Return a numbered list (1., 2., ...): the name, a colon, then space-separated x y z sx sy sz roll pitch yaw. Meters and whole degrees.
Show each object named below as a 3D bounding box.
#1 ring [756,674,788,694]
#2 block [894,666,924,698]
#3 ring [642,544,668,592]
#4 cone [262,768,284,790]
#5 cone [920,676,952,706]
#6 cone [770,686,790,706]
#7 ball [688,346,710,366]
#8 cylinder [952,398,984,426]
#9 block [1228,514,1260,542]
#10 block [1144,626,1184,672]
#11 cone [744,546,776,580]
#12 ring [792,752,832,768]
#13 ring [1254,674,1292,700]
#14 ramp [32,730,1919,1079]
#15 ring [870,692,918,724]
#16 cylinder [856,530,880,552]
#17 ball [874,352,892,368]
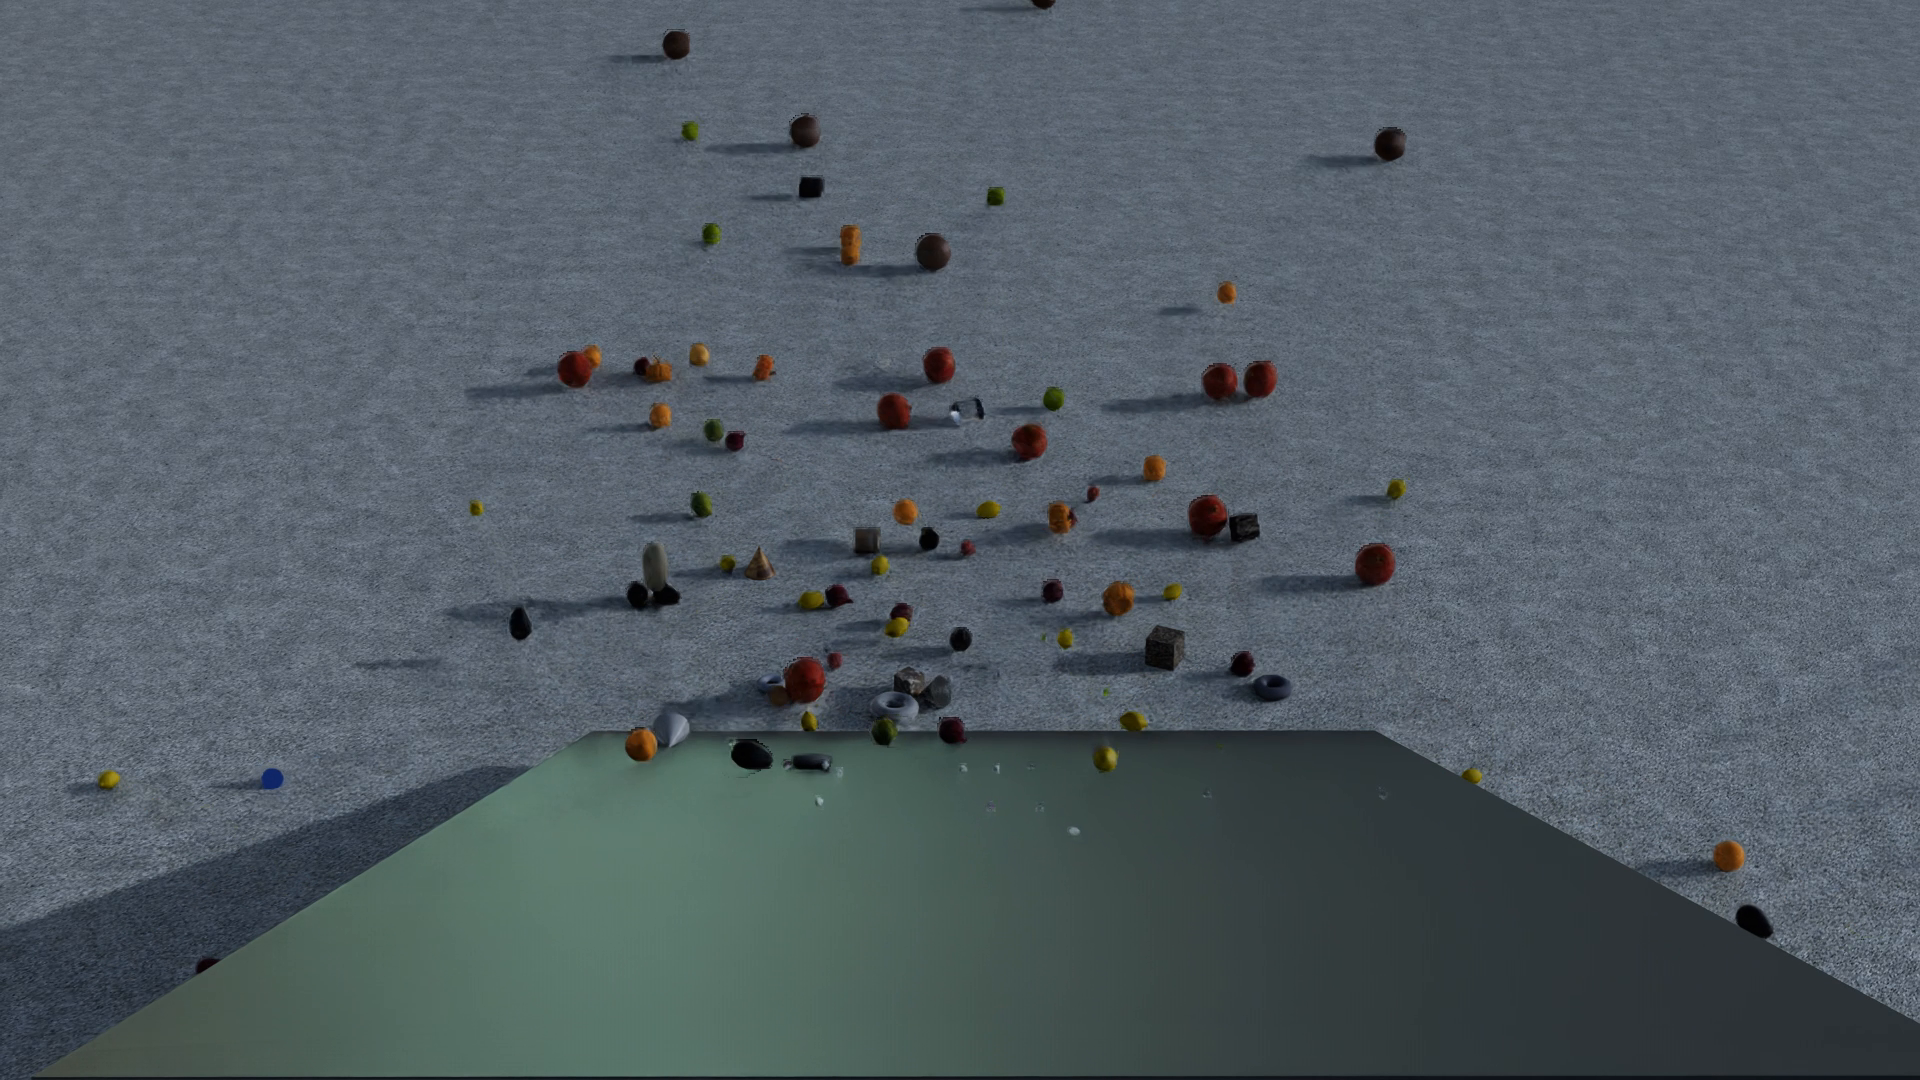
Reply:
1. ring: -0.505 0.388 6.953 0.086 0.029 0.086 1 27 -1
2. block: -0.136 0.385 6.927 0.058 0.058 0.058 23 35 36
3. ring: -0.863 0.079 7.309 0.045 0.136 0.136 -2 26 -24
4. cone: -1.737 0.603 6.549 0.054 0.054 0.054 -1 1 -2
5. cone: -0.081 0.411 6.899 0.083 0.083 0.083 -14 16 38
6. cone: -0.486 0.415 6.904 0.056 0.056 0.056 -7 2 -13
7. ball: -0.893 -0.631 8.840 0.070 0.070 0.070 0 28 0
8. cylinder: 0.024 -0.419 8.431 0.077 0.077 0.077 -13 31 -23
9. block: 0.846 -0.037 7.687 0.068 0.068 0.068 -6 -5 -11
10. block: 0.561 0.296 7.069 0.082 0.082 0.082 12 30 22
11. cone: -0.583 0.056 7.515 0.090 0.090 0.090 0 28 0
12. ring: -0.324 0.485 5.685 0.089 0.030 0.089 -1 -1 0
13. ring: 0.839 0.395 6.933 0.103 0.034 0.103 1 28 -1
14. ramp: 0.063 0.564 4.603 2.000 0.100 4.000 0 1 0
15. ring: -0.174 0.444 6.830 0.131 0.044 0.131 1 27 0
16. cylinder: -0.274 0.003 7.640 0.068 0.068 0.068 0 28 1
17. ball: -0.263 -0.613 8.820 0.056 0.056 0.056 0 28 0
